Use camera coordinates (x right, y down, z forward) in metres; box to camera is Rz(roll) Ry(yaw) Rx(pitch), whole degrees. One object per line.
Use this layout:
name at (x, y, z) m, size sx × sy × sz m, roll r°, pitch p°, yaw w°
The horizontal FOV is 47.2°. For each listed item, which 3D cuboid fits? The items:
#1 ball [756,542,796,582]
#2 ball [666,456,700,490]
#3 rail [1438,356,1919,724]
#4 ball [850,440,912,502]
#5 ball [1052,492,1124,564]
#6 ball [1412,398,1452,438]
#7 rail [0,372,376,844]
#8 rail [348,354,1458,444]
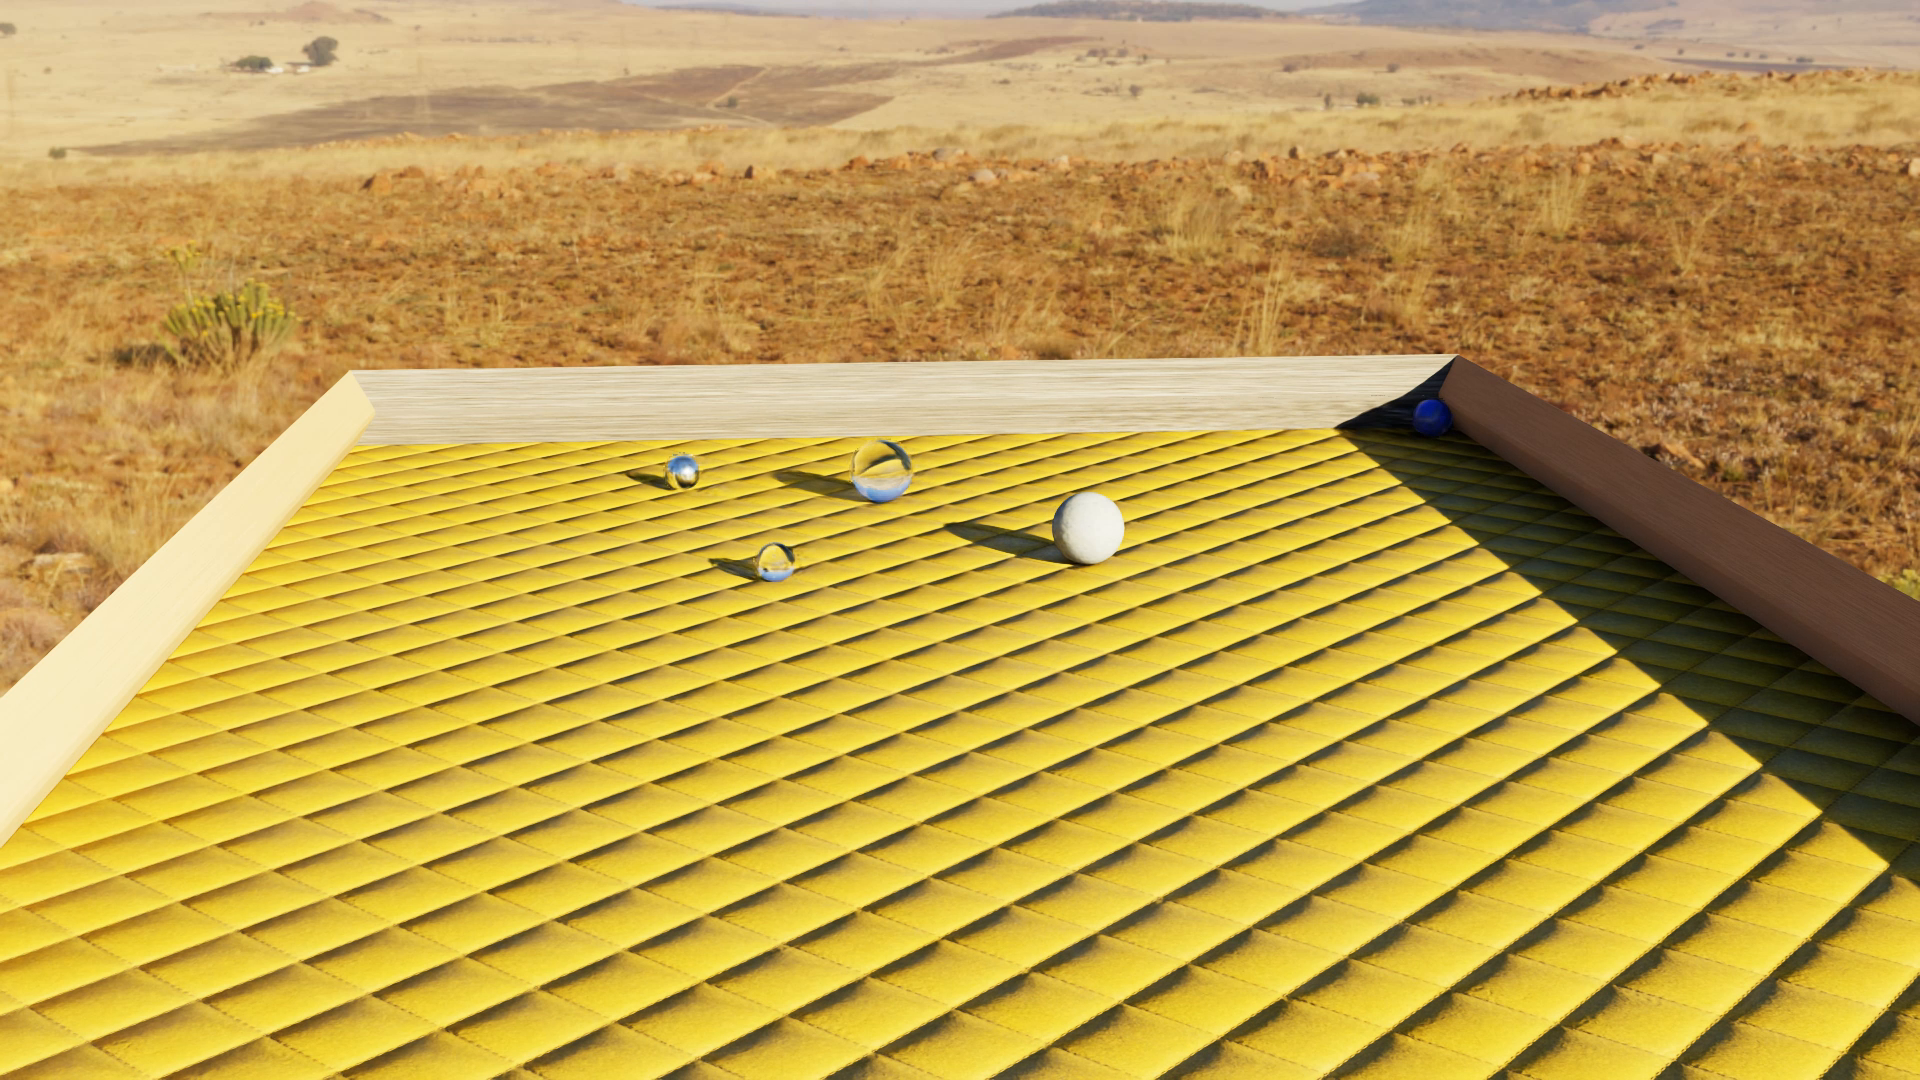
ball at (-0.234, 0.028, 2.791) m, size 0.051 × 0.051 × 0.051 m, roll 0°, pitch 14°, yaw 0°
ball at (-0.416, -0.101, 3.297) m, size 0.052 × 0.052 × 0.052 m, roll 0°, pitch 14°, yaw 0°
rail at (0.974, 0.166, 2.097) m, size 0.045 × 0.124 × 3.439 m, roll -1°, pitch 14°, yaw -5°
ball at (-0.114, -0.100, 3.216) m, size 0.091 × 0.091 × 0.091 m, roll 0°, pitch 14°, yaw 0°
ball at (0.167, -0.015, 2.873) m, size 0.095 × 0.095 × 0.095 m, roll 0°, pitch 14°, yaw 0°
ball at (0.790, -0.204, 3.680) m, size 0.064 × 0.064 × 0.064 m, roll 0°, pitch 14°, yaw 0°
rail at (-0.825, 0.204, 1.946) m, size 0.045 × 0.124 × 3.439 m, roll -1°, pitch 14°, yaw -5°
rail at (-0.072, -0.231, 3.659) m, size 1.854 × 0.124 × 0.045 m, roll -1°, pitch 14°, yaw -5°
